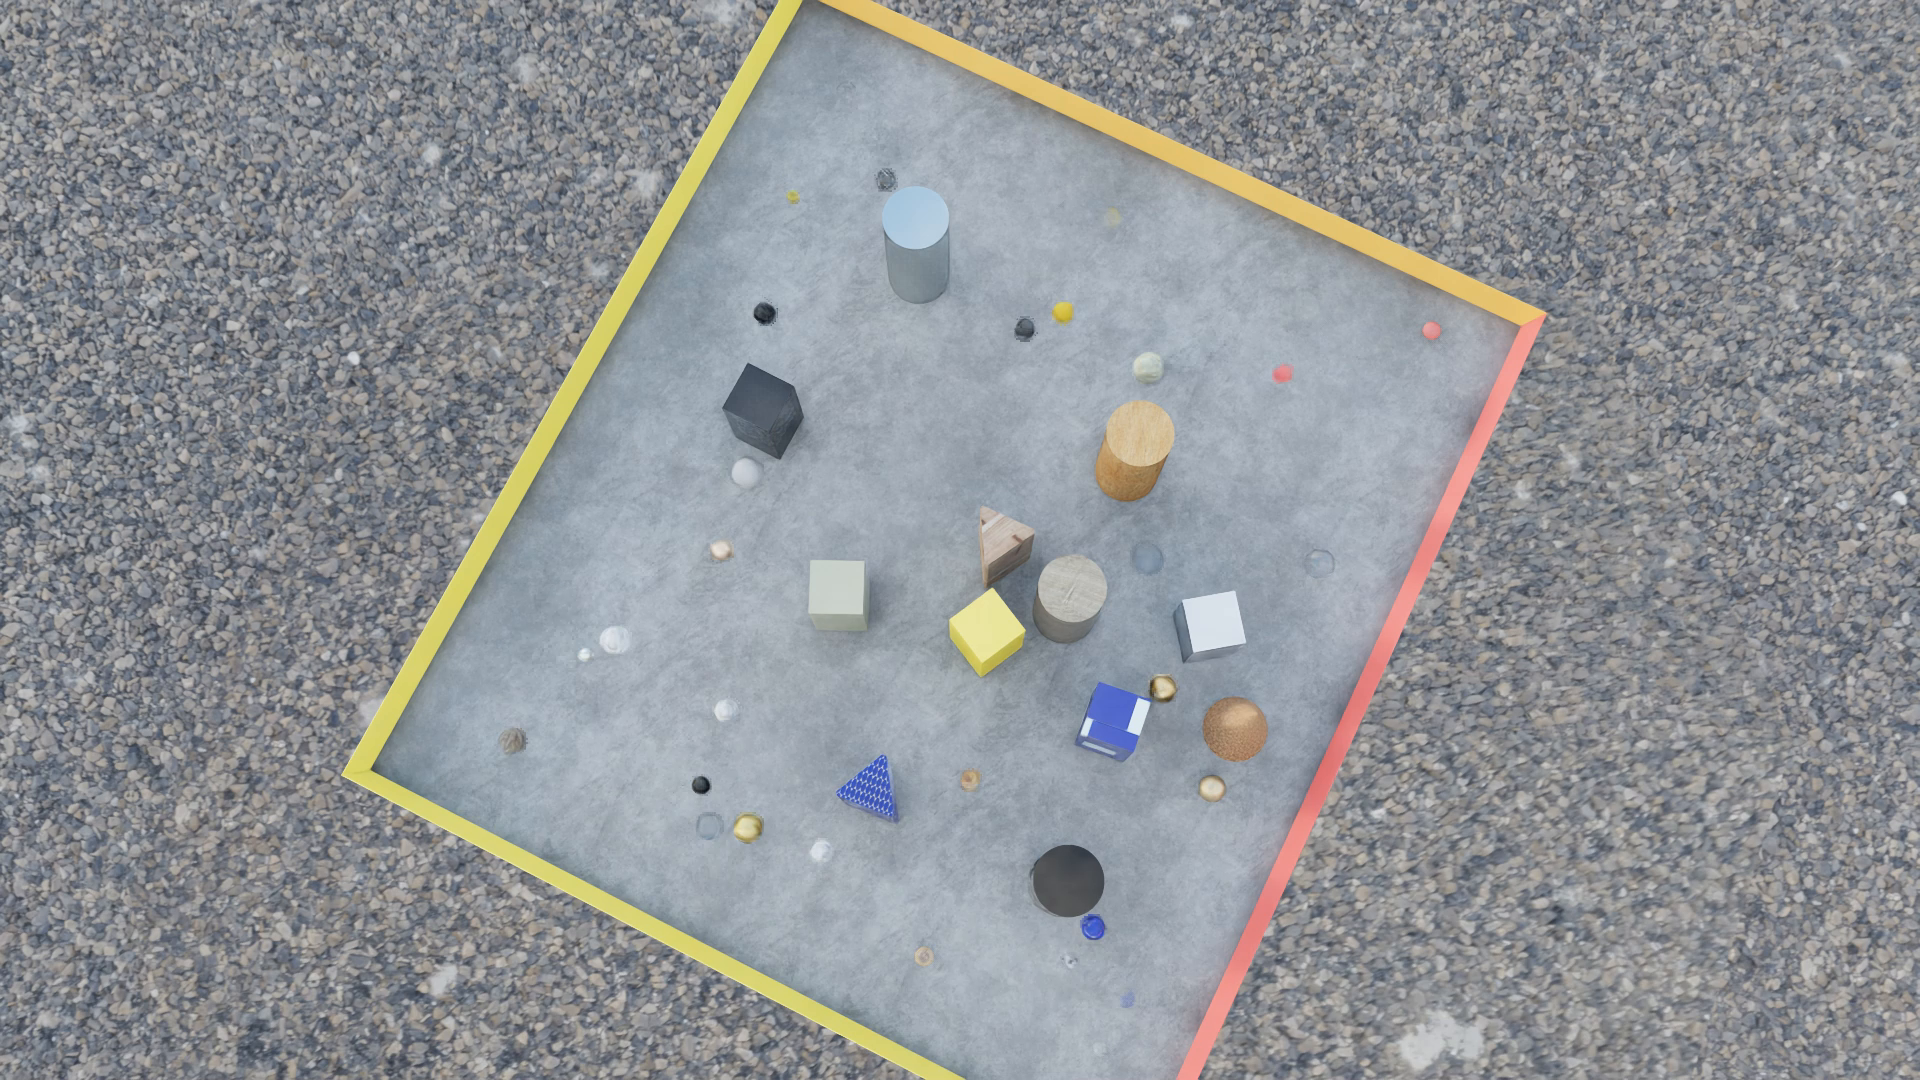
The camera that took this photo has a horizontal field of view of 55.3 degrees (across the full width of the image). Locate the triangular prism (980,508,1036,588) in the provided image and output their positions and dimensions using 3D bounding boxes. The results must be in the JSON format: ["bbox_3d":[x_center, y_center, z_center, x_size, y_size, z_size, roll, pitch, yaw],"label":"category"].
[{"bbox_3d":[0.103,0.002,5.419,0.169,0.386,0.146,-34,80,-7],"label":"triangular prism"}]

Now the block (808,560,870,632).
[{"bbox_3d":[-0.355,0.167,5.424,0.156,0.310,0.156,1,78,0],"label":"block"}]

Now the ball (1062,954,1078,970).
[{"bbox_3d":[0.321,1.228,5.340,0.045,0.045,0.045,0,78,0],"label":"ball"}]

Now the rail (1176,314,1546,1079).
[{"bbox_3d":[1.140,0.565,5.434,0.045,0.127,2.879,26,80,5],"label":"rail"}]

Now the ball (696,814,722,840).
[{"bbox_3d":[-0.741,0.846,5.403,0.076,0.076,0.076,0,78,0],"label":"ball"}]

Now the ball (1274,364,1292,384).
[{"bbox_3d":[1.005,-0.516,5.694,0.057,0.057,0.057,0,78,0],"label":"ball"}]

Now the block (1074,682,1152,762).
[{"bbox_3d":[0.441,0.533,5.331,0.156,0.344,0.156,19,79,4],"label":"block"}]

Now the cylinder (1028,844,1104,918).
[{"bbox_3d":[0.296,0.970,5.192,0.195,0.438,0.195,0,78,0],"label":"cylinder"}]

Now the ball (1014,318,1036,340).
[{"bbox_3d":[0.203,-0.658,5.720,0.065,0.065,0.065,0,78,0],"label":"ball"}]

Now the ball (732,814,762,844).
[{"bbox_3d":[-0.625,0.849,5.396,0.088,0.088,0.088,0,78,0],"label":"ball"}]

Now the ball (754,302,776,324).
[{"bbox_3d":[-0.611,-0.709,5.729,0.067,0.067,0.067,0,78,0],"label":"ball"}]

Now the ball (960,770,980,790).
[{"bbox_3d":[0.031,0.715,5.439,0.058,0.058,0.058,0,78,0],"label":"ball"}]

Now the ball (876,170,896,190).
[{"bbox_3d":[-0.235,-1.143,5.820,0.065,0.065,0.065,0,78,0],"label":"ball"}]

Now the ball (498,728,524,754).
[{"bbox_3d":[-1.334,0.599,5.454,0.077,0.077,0.077,0,78,0],"label":"ball"}]

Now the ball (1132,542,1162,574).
[{"bbox_3d":[0.568,0.054,5.558,0.094,0.094,0.094,0,78,0],"label":"ball"}]

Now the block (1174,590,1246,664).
[{"bbox_3d":[0.738,0.261,5.436,0.156,0.249,0.156,-10,78,-2],"label":"block"}]

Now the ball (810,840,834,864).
[{"bbox_3d":[-0.406,0.918,5.392,0.067,0.067,0.067,0,78,0],"label":"ball"}]

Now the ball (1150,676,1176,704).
[{"bbox_3d":[0.607,0.446,5.482,0.083,0.083,0.083,0,78,0],"label":"ball"}]

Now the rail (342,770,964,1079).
[{"bbox_3d":[-0.633,1.247,5.293,2.597,0.127,0.045,26,80,5],"label":"rail"}]

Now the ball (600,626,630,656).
[{"bbox_3d":[-1.035,0.302,5.508,0.090,0.090,0.090,0,78,0],"label":"ball"}]

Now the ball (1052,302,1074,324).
[{"bbox_3d":[0.323,-0.712,5.729,0.068,0.068,0.068,0,78,0],"label":"ball"}]

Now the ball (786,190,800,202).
[{"bbox_3d":[-0.531,-1.094,5.822,0.041,0.041,0.041,0,78,0],"label":"ball"}]

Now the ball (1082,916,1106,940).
[{"bbox_3d":[0.390,1.132,5.347,0.070,0.070,0.070,0,78,0],"label":"ball"}]

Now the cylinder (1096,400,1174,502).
[{"bbox_3d":[0.514,-0.259,5.442,0.195,0.446,0.195,0,78,0],"label":"cylinder"}]

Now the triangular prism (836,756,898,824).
[{"bbox_3d":[-0.235,0.703,5.249,0.169,0.435,0.146,21,79,4],"label":"triangular prism"}]

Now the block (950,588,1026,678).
[{"bbox_3d":[0.078,0.276,5.392,0.156,0.327,0.156,-36,81,-7],"label":"block"}]

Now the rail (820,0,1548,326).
[{"bbox_3d":[0.633,-1.233,5.806,2.597,0.127,0.045,26,80,5],"label":"rail"}]

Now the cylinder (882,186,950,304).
[{"bbox_3d":[-0.129,-0.887,5.553,0.195,0.483,0.195,0,78,0],"label":"cylinder"}]

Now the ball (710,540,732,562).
[{"bbox_3d":[-0.726,0.033,5.576,0.065,0.065,0.065,0,78,0],"label":"ball"}]

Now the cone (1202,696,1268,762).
[{"bbox_3d":[0.826,0.525,5.294,0.195,0.419,0.195,0,78,0],"label":"cone"}]

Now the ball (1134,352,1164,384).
[{"bbox_3d":[0.585,-0.535,5.678,0.097,0.097,0.097,0,78,0],"label":"ball"}]

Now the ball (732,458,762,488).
[{"bbox_3d":[-0.652,-0.206,5.611,0.093,0.093,0.093,0,78,0],"label":"ball"}]

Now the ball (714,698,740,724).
[{"bbox_3d":[-0.697,0.511,5.474,0.073,0.073,0.073,0,78,0],"label":"ball"}]

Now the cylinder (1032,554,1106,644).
[{"bbox_3d":[0.317,0.177,5.371,0.195,0.408,0.195,0,78,0],"label":"cylinder"}]

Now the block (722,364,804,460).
[{"bbox_3d":[-0.590,-0.384,5.524,0.156,0.337,0.156,27,80,5],"label":"block"}]

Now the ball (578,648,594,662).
[{"bbox_3d":[-1.128,0.346,5.523,0.044,0.044,0.044,0,78,0],"label":"ball"}]

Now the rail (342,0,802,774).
[{"bbox_3d":[-1.140,-0.552,5.665,0.045,0.127,2.879,26,80,5],"label":"rail"}]

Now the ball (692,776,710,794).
[{"bbox_3d":[-0.768,0.728,5.438,0.055,0.055,0.055,0,78,0],"label":"ball"}]
